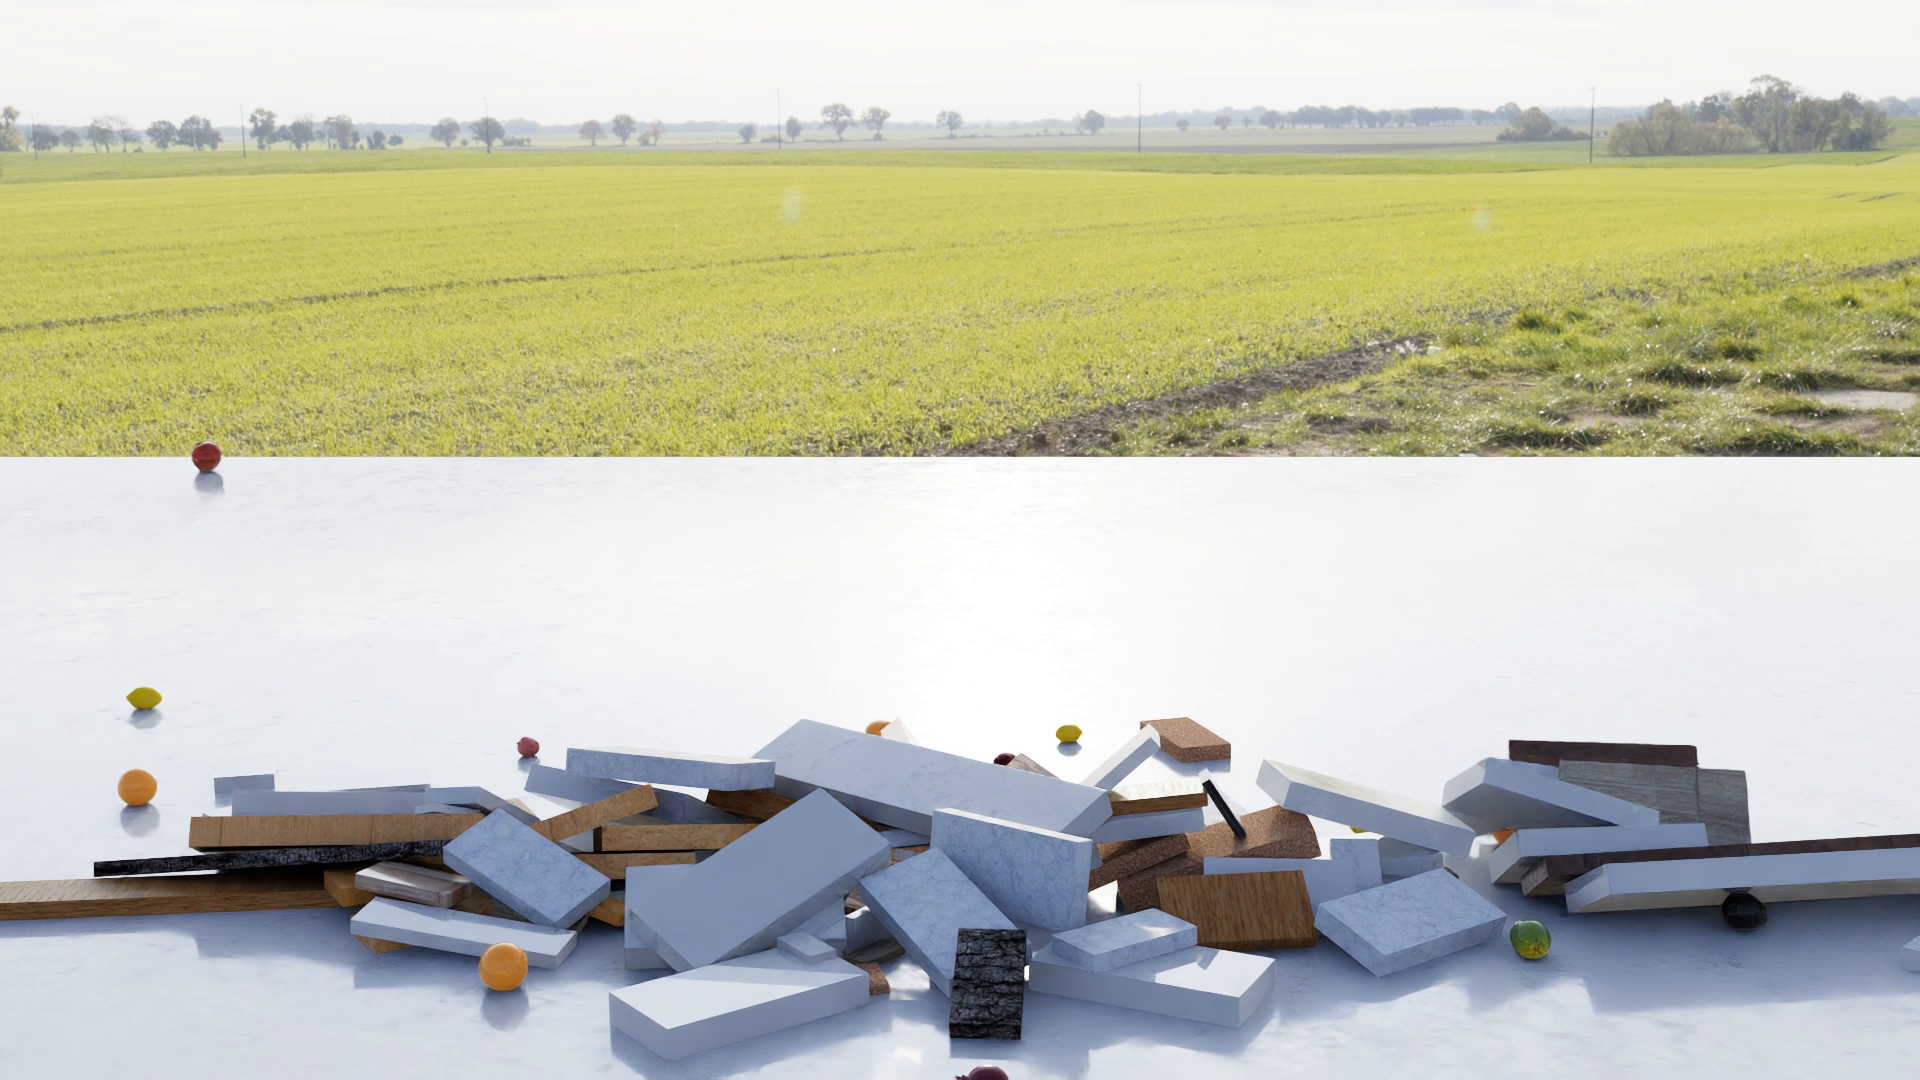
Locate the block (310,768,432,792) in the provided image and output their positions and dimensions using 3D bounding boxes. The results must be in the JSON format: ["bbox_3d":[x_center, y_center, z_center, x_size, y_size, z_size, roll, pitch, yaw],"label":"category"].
[{"bbox_3d":[-1.127,0.473,4.210,0.222,0.031,0.111,-3,11,-13],"label":"block"}]

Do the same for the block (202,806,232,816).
[{"bbox_3d":[-1.263,0.519,3.965,0.111,0.031,0.222,-10,14,-43],"label":"block"}]

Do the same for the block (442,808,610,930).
[{"bbox_3d":[-0.692,0.529,3.512,0.247,0.035,0.123,27,40,25],"label":"block"}]

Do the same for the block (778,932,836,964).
[{"bbox_3d":[-0.229,0.608,3.279,0.046,0.013,0.093,-7,13,-34],"label":"block"}]

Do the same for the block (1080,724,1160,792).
[{"bbox_3d":[0.260,0.382,3.669,0.174,0.025,0.087,-42,5,9],"label":"block"}]

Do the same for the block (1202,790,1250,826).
[{"bbox_3d":[0.470,0.506,4.041,0.100,0.028,0.200,-2,11,-13],"label":"block"}]

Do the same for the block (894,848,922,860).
[{"bbox_3d":[-0.038,0.528,3.618,0.125,0.018,0.063,14,-9,-28],"label":"block"}]

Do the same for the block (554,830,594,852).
[{"bbox_3d":[-0.639,0.538,3.834,0.085,0.024,0.170,-7,6,-32],"label":"block"}]

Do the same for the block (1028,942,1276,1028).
[{"bbox_3d":[0.284,0.643,3.256,0.327,0.046,0.163,5,12,26],"label":"block"}]

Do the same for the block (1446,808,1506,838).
[{"bbox_3d":[0.920,0.487,3.872,0.153,0.076,0.022,-22,42,26],"label":"block"}]

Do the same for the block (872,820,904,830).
[{"bbox_3d":[-0.116,0.508,4.024,0.109,0.031,0.219,-1,11,-5],"label":"block"}]

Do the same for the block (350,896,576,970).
[{"bbox_3d":[-0.767,0.607,3.400,0.336,0.024,0.085,8,17,10],"label":"block"}]

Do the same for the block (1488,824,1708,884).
[{"bbox_3d":[1.063,0.524,3.672,0.319,0.045,0.159,-1,-25,-6],"label":"block"}]

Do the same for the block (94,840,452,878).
[{"bbox_3d":[-1.129,0.528,3.652,0.633,0.026,0.090,-5,-8,12],"label":"block"}]

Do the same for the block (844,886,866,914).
[{"bbox_3d":[-0.099,0.593,3.525,0.170,0.016,0.057,9,30,18],"label":"block"}]

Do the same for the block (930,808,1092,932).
[{"bbox_3d":[0.074,0.515,3.434,0.285,0.142,0.040,7,3,39],"label":"block"}]

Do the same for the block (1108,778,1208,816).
[{"bbox_3d":[0.322,0.427,3.650,0.174,0.025,0.087,-6,10,4],"label":"block"}]

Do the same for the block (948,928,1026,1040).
[{"bbox_3d":[0.041,0.636,3.160,0.100,0.028,0.200,1,31,4],"label":"block"}]

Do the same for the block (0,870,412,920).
[{"bbox_3d":[-1.249,0.583,3.627,0.733,0.030,0.106,-1,11,-7],"label":"block"}]

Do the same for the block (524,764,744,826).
[{"bbox_3d":[-0.584,0.474,3.931,0.356,0.050,0.178,6,-17,31],"label":"block"}]

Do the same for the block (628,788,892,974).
[{"bbox_3d":[-0.304,0.532,3.385,0.383,0.047,0.167,-30,49,-34],"label":"block"}]

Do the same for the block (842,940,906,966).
[{"bbox_3d":[-0.132,0.637,3.378,0.046,0.013,0.093,9,14,39],"label":"block"}]

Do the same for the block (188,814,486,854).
[{"bbox_3d":[-1.045,0.509,3.758,0.484,0.050,0.178,0,-16,-2],"label":"block"}]

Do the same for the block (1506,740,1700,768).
[{"bbox_3d":[1.182,0.451,4.037,0.337,0.048,0.168,1,45,10],"label":"block"}]

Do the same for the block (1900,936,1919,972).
[{"bbox_3d":[1.557,0.641,3.301,0.238,0.034,0.119,10,14,43],"label":"block"}]

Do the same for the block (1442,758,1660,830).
[{"bbox_3d":[1.002,0.458,3.741,0.319,0.045,0.159,18,-25,-8],"label":"block"}]

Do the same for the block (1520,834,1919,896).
[{"bbox_3d":[1.363,0.533,3.649,0.856,0.034,0.119,-2,-25,-7],"label":"block"}]

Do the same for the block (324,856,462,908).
[{"bbox_3d":[-0.924,0.554,3.614,0.212,0.030,0.106,-6,12,-31],"label":"block"}]

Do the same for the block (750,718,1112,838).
[{"bbox_3d":[-0.073,0.426,3.772,0.734,0.046,0.163,8,34,43],"label":"block"}]

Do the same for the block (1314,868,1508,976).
[{"bbox_3d":[0.704,0.594,3.431,0.283,0.040,0.142,-8,30,-36],"label":"block"}]

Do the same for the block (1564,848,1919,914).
[{"bbox_3d":[1.666,0.538,3.607,1.351,0.048,0.168,-2,-19,-9],"label":"block"}]

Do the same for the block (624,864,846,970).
[{"bbox_3d":[-0.348,0.576,3.403,0.335,0.047,0.167,-2,38,-6],"label":"block"}]

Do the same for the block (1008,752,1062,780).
[{"bbox_3d":[0.136,0.477,3.978,0.123,0.035,0.304,-46,22,-8],"label":"block"}]

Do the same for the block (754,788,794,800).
[{"bbox_3d":[-0.257,0.463,4.009,0.311,0.044,0.156,5,1,39],"label":"block"}]

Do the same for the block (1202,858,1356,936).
[{"bbox_3d":[0.509,0.568,3.504,0.238,0.034,0.119,1,52,3],"label":"block"}]

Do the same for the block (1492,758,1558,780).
[{"bbox_3d":[1.070,0.468,3.975,0.238,0.034,0.119,7,53,15],"label":"block"}]

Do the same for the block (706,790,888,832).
[{"bbox_3d":[-0.279,0.493,3.868,0.311,0.044,0.156,7,-17,32],"label":"block"}]
